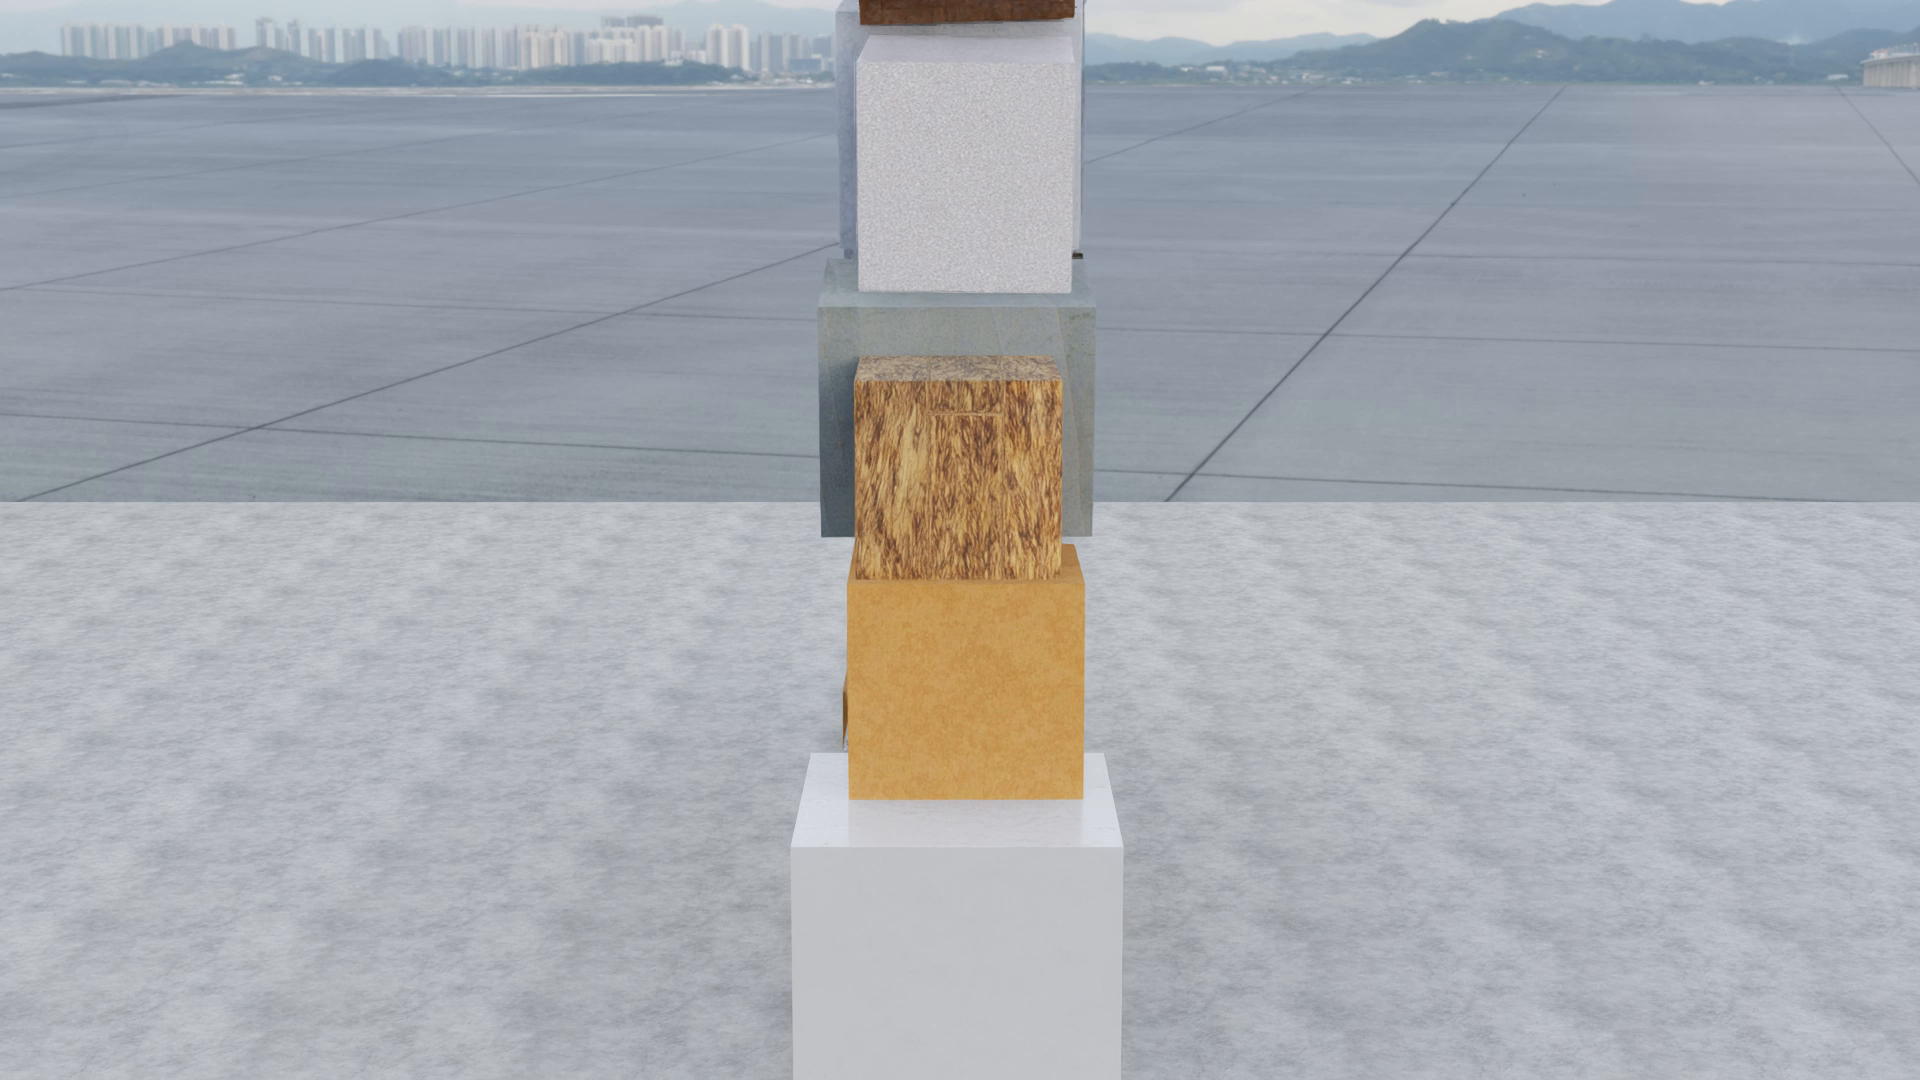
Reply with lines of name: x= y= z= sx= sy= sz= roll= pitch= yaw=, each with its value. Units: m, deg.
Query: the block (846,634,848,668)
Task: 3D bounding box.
block: x=-0.012 y=0.854 z=11.821 sx=0.966 sy=1.090 sz=1.118 roll=0 pitch=10 yaw=0

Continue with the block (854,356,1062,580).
block: x=-0.010 y=-0.268 z=9.023 sx=0.697 sy=0.678 sz=0.779 roll=0 pitch=10 yaw=-1

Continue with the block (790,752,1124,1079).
block: x=-0.009 y=1.403 z=8.882 sx=1.067 sy=1.062 sz=1.156 roll=0 pitch=10 yaw=0

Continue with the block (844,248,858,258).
block: x=0.000 y=-1.242 z=11.776 sx=1.008 sy=0.902 sz=1.084 roll=0 pitch=25 yaw=0

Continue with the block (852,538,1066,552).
block: x=0.000 y=0.310 z=9.836 sx=0.783 sy=0.735 sz=0.818 roll=0 pitch=11 yaw=0

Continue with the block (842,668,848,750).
block: x=0.006 y=1.049 z=10.799 sx=0.948 sy=1.072 sz=0.943 roll=0 pitch=10 yaw=0

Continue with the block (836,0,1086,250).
block: x=0.024 y=-1.781 z=10.626 sx=0.970 sy=0.951 sz=0.884 roll=1 pitch=21 yaw=3

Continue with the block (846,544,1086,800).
block: x=0.018 y=0.451 z=9.055 sx=0.801 sy=0.749 sz=0.751 roll=0 pitch=10 yaw=0

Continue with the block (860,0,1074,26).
block: x=0.006 y=-2.637 z=10.099 sx=0.832 sy=0.911 sz=0.926 roll=-2 pitch=31 yaw=-1

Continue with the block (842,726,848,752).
block: x=0.014 y=1.219 z=9.890 sx=0.885 sy=1.063 sz=0.880 roll=0 pitch=10 yaw=0

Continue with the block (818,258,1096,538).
block: x=-0.015 y=-0.561 z=9.847 sx=1.011 sy=0.875 sz=0.883 roll=0 pitch=18 yaw=0

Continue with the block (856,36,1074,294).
block: x=0.029 y=-1.447 z=9.792 sx=0.789 sy=0.847 sz=0.829 roll=1 pitch=18 yaw=1

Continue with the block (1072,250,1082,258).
block: x=0.046 y=-0.813 z=10.757 sx=0.829 sy=0.901 sz=0.814 roll=-1 pitch=15 yaw=-4
